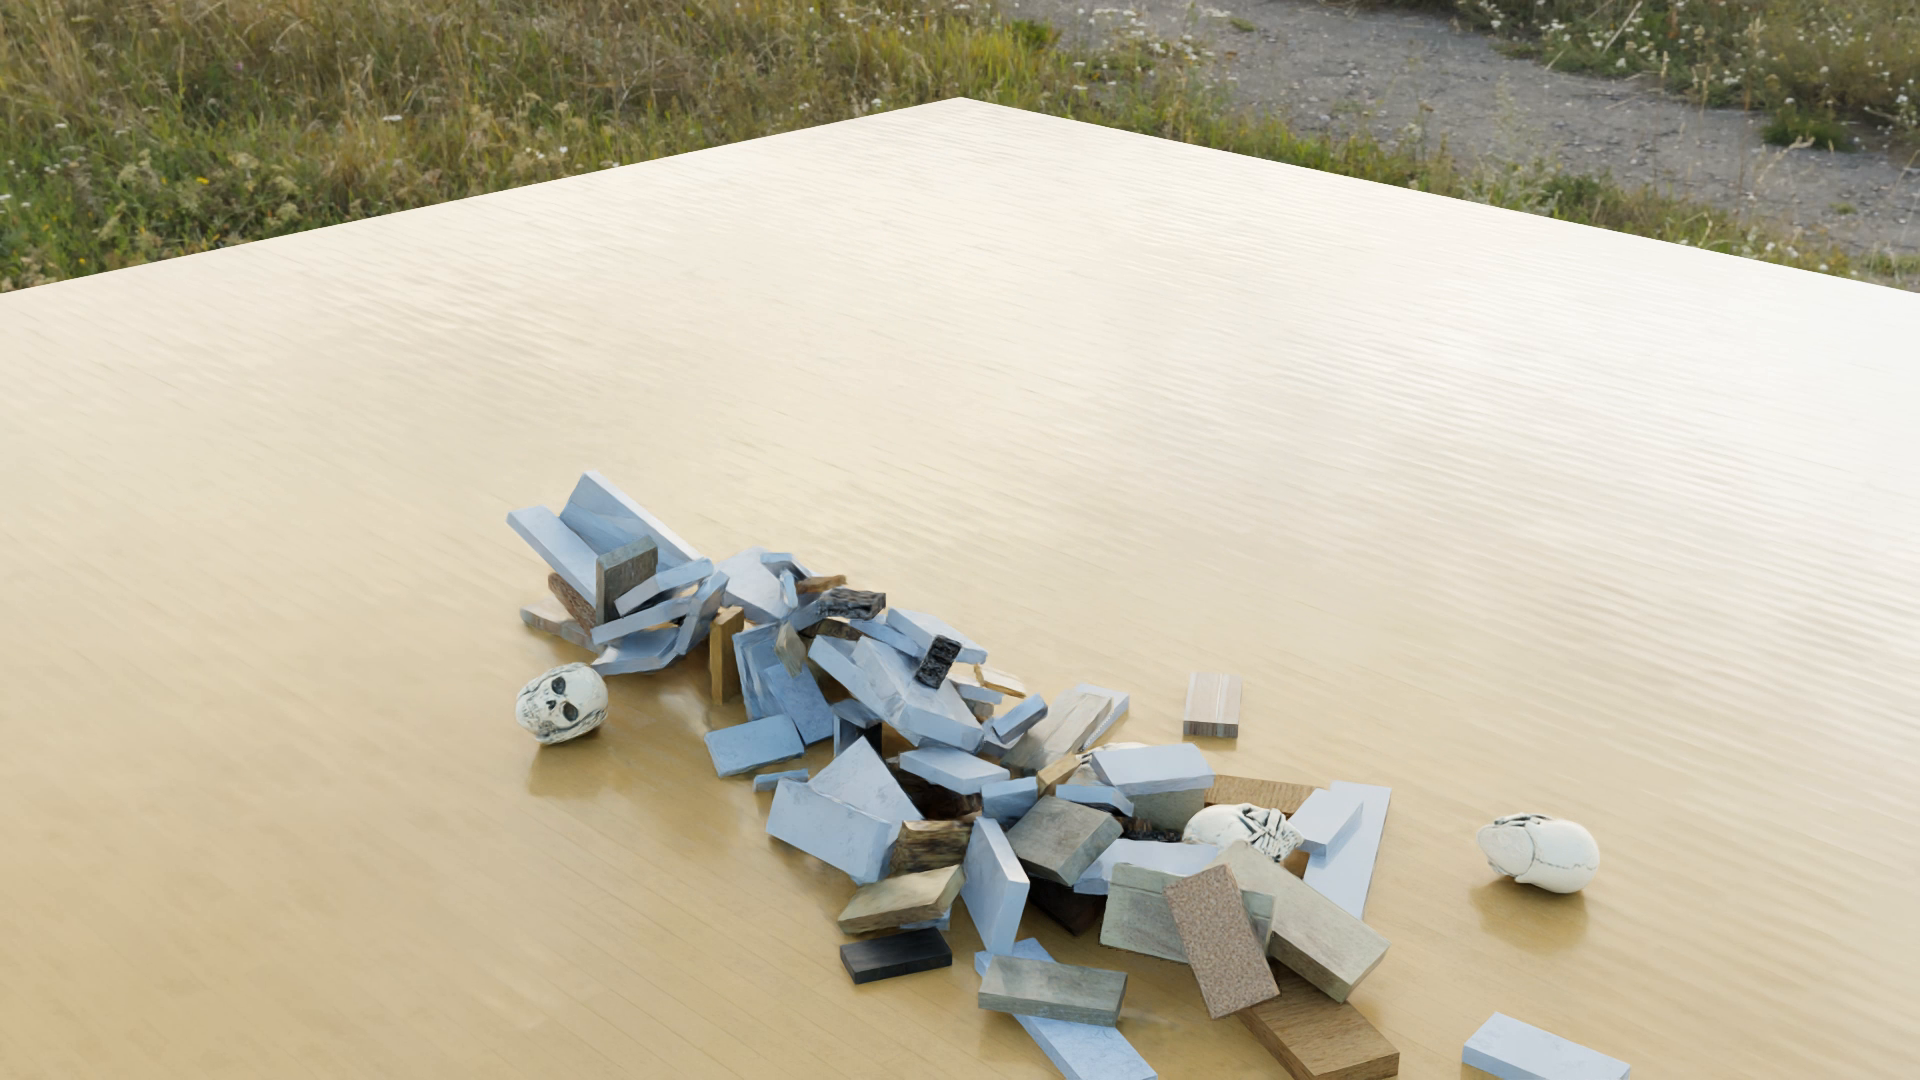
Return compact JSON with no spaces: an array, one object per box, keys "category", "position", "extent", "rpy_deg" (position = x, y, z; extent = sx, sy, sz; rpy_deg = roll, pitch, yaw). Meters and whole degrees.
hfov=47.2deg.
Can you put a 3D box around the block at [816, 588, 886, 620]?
[{"category":"block","position":[-0.231,0.136,4.702],"extent":[0.115,0.033,0.230],"rpy_deg":[6,5,5]}]

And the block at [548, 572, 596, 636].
[{"category":"block","position":[-0.881,0.142,5.239],"extent":[0.115,0.033,0.230],"rpy_deg":[-16,39,-31]}]

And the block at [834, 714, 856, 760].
[{"category":"block","position":[-0.240,0.410,4.655],"extent":[0.054,0.109,0.015],"rpy_deg":[-20,30,-40]}]

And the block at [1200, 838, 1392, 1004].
[{"category":"block","position":[0.580,0.667,3.879],"extent":[0.328,0.046,0.164],"rpy_deg":[34,35,22]}]

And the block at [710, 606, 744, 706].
[{"category":"block","position":[-0.517,0.257,4.898],"extent":[0.028,0.199,0.099],"rpy_deg":[12,26,22]}]

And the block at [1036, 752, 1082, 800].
[{"category":"block","position":[0.147,0.509,4.303],"extent":[0.031,0.217,0.108],"rpy_deg":[46,41,17]}]

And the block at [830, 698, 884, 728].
[{"category":"block","position":[-0.215,0.363,4.606],"extent":[0.109,0.015,0.054],"rpy_deg":[21,30,40]}]

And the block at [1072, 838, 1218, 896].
[{"category":"block","position":[0.340,0.601,4.014],"extent":[0.249,0.035,0.125],"rpy_deg":[2,29,14]}]

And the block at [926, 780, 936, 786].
[{"category":"block","position":[-0.030,0.458,4.414],"extent":[0.093,0.026,0.186],"rpy_deg":[-4,5,-10]}]

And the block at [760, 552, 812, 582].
[{"category":"block","position":[-0.388,0.062,4.903],"extent":[0.072,0.020,0.143],"rpy_deg":[-2,-20,14]}]

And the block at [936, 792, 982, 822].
[{"category":"block","position":[0.037,0.516,4.342],"extent":[0.108,0.031,0.217],"rpy_deg":[-14,-9,-20]}]

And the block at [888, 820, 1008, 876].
[{"category":"block","position":[-0.022,0.585,4.167],"extent":[0.210,0.105,0.030],"rpy_deg":[5,26,-27]}]

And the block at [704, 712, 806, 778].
[{"category":"block","position":[-0.432,0.432,4.640],"extent":[0.191,0.027,0.095],"rpy_deg":[-12,64,-27]}]

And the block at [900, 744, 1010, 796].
[{"category":"block","position":[-0.010,0.445,4.264],"extent":[0.108,0.031,0.217],"rpy_deg":[-6,13,-35]}]

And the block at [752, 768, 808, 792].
[{"category":"block","position":[-0.369,0.495,4.529],"extent":[0.109,0.054,0.015],"rpy_deg":[-6,65,-14]}]

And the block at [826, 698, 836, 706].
[{"category":"block","position":[-0.325,0.369,4.864],"extent":[0.074,0.021,0.148],"rpy_deg":[-20,30,-38]}]

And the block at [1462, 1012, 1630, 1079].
[{"category":"block","position":[0.975,0.872,3.662],"extent":[0.242,0.034,0.121],"rpy_deg":[17,28,35]}]

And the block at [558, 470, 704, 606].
[{"category":"block","position":[-0.805,0.008,5.322],"extent":[0.355,0.178,0.050],"rpy_deg":[38,22,12]}]

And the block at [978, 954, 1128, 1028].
[{"category":"block","position":[0.161,0.778,3.798],"extent":[0.238,0.034,0.119],"rpy_deg":[5,24,13]}]

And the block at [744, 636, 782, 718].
[{"category":"block","position":[-0.400,0.311,4.792],"extent":[0.095,0.191,0.027],"rpy_deg":[-18,4,-36]}]

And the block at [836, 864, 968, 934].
[{"category":"block","position":[-0.107,0.659,4.023],"extent":[0.228,0.032,0.114],"rpy_deg":[-17,21,34]}]

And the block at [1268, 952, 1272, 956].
[{"category":"block","position":[0.481,0.680,4.036],"extent":[0.328,0.046,0.164],"rpy_deg":[5,22,35]}]

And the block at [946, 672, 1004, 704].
[{"category":"block","position":[0.007,0.323,4.845],"extent":[0.106,0.030,0.212],"rpy_deg":[12,1,-21]}]

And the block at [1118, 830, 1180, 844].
[{"category":"block","position":[0.337,0.575,4.234],"extent":[0.092,0.026,0.184],"rpy_deg":[6,-11,-24]}]

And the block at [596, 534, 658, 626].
[{"category":"block","position":[-0.760,0.106,5.011],"extent":[0.134,0.267,0.038],"rpy_deg":[-26,62,-25]}]

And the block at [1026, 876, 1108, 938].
[{"category":"block","position":[0.187,0.638,4.119],"extent":[0.125,0.035,0.249],"rpy_deg":[-41,33,-14]}]

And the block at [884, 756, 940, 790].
[{"category":"block","position":[-0.091,0.477,4.533],"extent":[0.093,0.026,0.186],"rpy_deg":[-11,11,-39]}]

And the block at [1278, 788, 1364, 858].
[{"category":"block","position":[0.711,0.555,4.329],"extent":[0.099,0.028,0.199],"rpy_deg":[13,26,28]}]

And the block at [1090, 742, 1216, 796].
[{"category":"block","position":[0.382,0.454,4.354],"extent":[0.220,0.031,0.110],"rpy_deg":[-4,31,-19]}]

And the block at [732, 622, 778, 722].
[{"category":"block","position":[-0.434,0.291,4.820],"extent":[0.099,0.199,0.028],"rpy_deg":[-18,14,-36]}]

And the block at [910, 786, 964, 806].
[{"category":"block","position":[-0.022,0.506,4.421],"extent":[0.093,0.026,0.186],"rpy_deg":[-13,-4,-27]}]

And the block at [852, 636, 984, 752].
[{"category":"block","position":[-0.089,0.309,4.466],"extent":[0.177,0.050,0.354],"rpy_deg":[21,12,-23]}]

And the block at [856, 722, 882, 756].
[{"category":"block","position":[-0.190,0.431,4.605],"extent":[0.054,0.109,0.015],"rpy_deg":[-21,31,-40]}]

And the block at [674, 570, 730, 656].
[{"category":"block","position":[-0.566,0.161,4.818],"extent":[0.028,0.199,0.099],"rpy_deg":[35,47,9]}]

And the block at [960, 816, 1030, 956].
[{"category":"block","position":[0.059,0.631,4.026],"extent":[0.041,0.144,0.287],"rpy_deg":[12,13,-15]}]

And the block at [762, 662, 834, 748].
[{"category":"block","position":[-0.342,0.351,4.747],"extent":[0.095,0.027,0.191],"rpy_deg":[-18,70,-36]}]

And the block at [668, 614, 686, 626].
[{"category":"block","position":[-0.595,0.211,5.150],"extent":[0.214,0.030,0.107],"rpy_deg":[19,-7,38]}]

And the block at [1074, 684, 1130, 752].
[{"category":"block","position":[0.269,0.386,4.809],"extent":[0.117,0.033,0.235],"rpy_deg":[12,26,26]}]
